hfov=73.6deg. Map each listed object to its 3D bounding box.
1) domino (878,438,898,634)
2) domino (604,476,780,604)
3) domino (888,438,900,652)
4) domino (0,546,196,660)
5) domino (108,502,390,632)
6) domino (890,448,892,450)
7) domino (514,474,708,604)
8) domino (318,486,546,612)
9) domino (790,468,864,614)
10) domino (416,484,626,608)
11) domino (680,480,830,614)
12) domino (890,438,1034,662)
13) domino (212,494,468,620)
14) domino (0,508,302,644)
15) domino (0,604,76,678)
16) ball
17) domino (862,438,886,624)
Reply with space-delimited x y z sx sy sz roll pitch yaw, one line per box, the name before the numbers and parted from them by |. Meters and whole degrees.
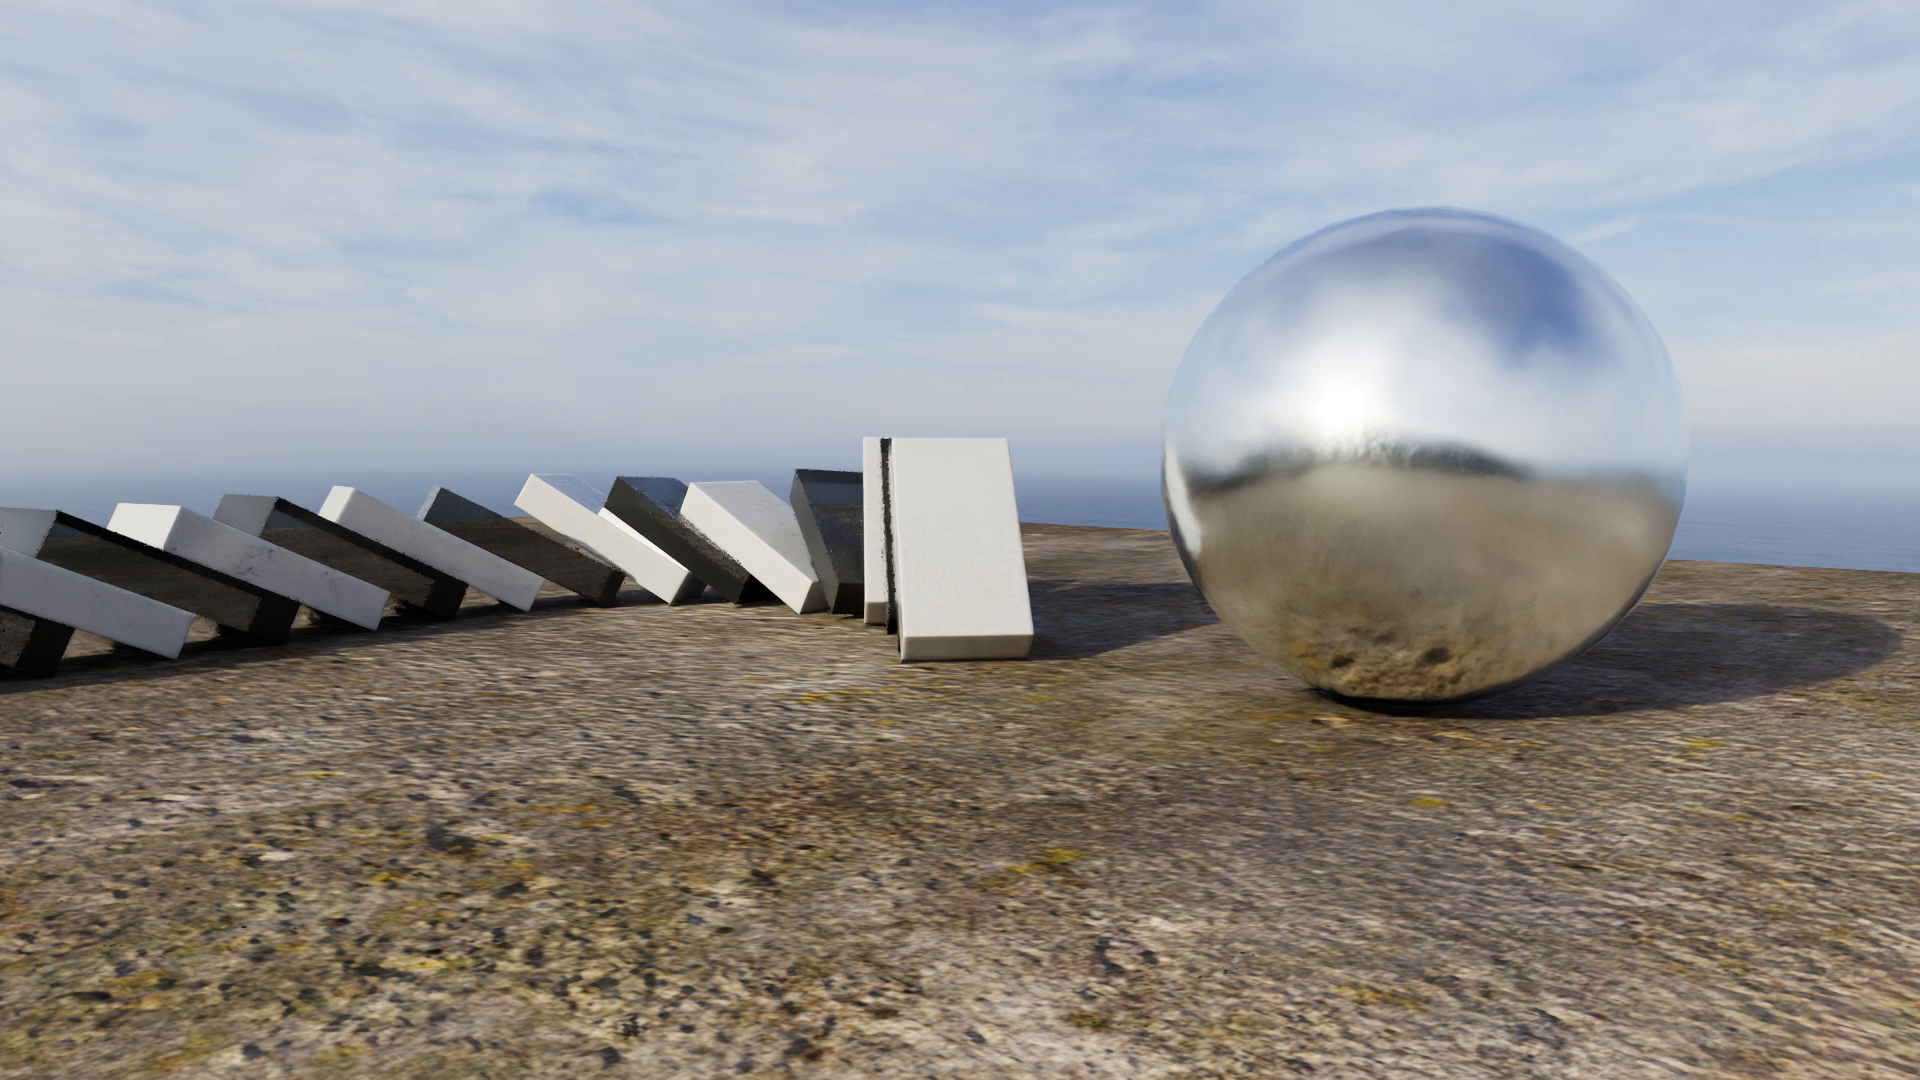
domino | -0.005 -0.002 0.300 0.025 0.050 0.010 0 -37 -7
domino | -0.070 -0.001 0.351 0.050 0.009 0.025 34 15 21
domino | -0.002 0.000 0.275 0.025 0.050 0.009 -1 -37 -7
domino | -0.176 0.009 0.241 0.025 0.010 0.050 3 -21 32
domino | -0.154 0.007 0.280 0.025 0.009 0.050 3 -21 32
domino | -0.002 -0.001 0.288 0.025 0.050 0.010 -1 -37 -7
domino | -0.093 -0.001 0.350 0.050 0.010 0.025 32 6 5
domino | -0.132 0.002 0.320 0.050 0.010 0.025 31 -15 -32
domino | -0.026 0.000 0.331 0.025 0.010 0.050 2 35 -23
domino | -0.114 0.002 0.334 0.050 0.010 0.025 29 -9 -25
domino | -0.049 0.001 0.341 0.050 0.009 0.025 36 24 29
domino | -0.001 0.001 0.263 0.025 0.050 0.009 -1 -37 -7
domino | -0.144 0.005 0.299 0.025 0.009 0.050 3 -22 37
domino | -0.165 0.008 0.260 0.025 0.010 0.050 3 -21 32
domino | -0.187 0.011 0.223 0.025 0.010 0.050 3 -21 33
ball | 0.073 -0.013 0.209 0.080 0.080 0.080 0 4 0
domino | -0.011 -0.003 0.312 0.025 0.050 0.009 1 -37 -6
